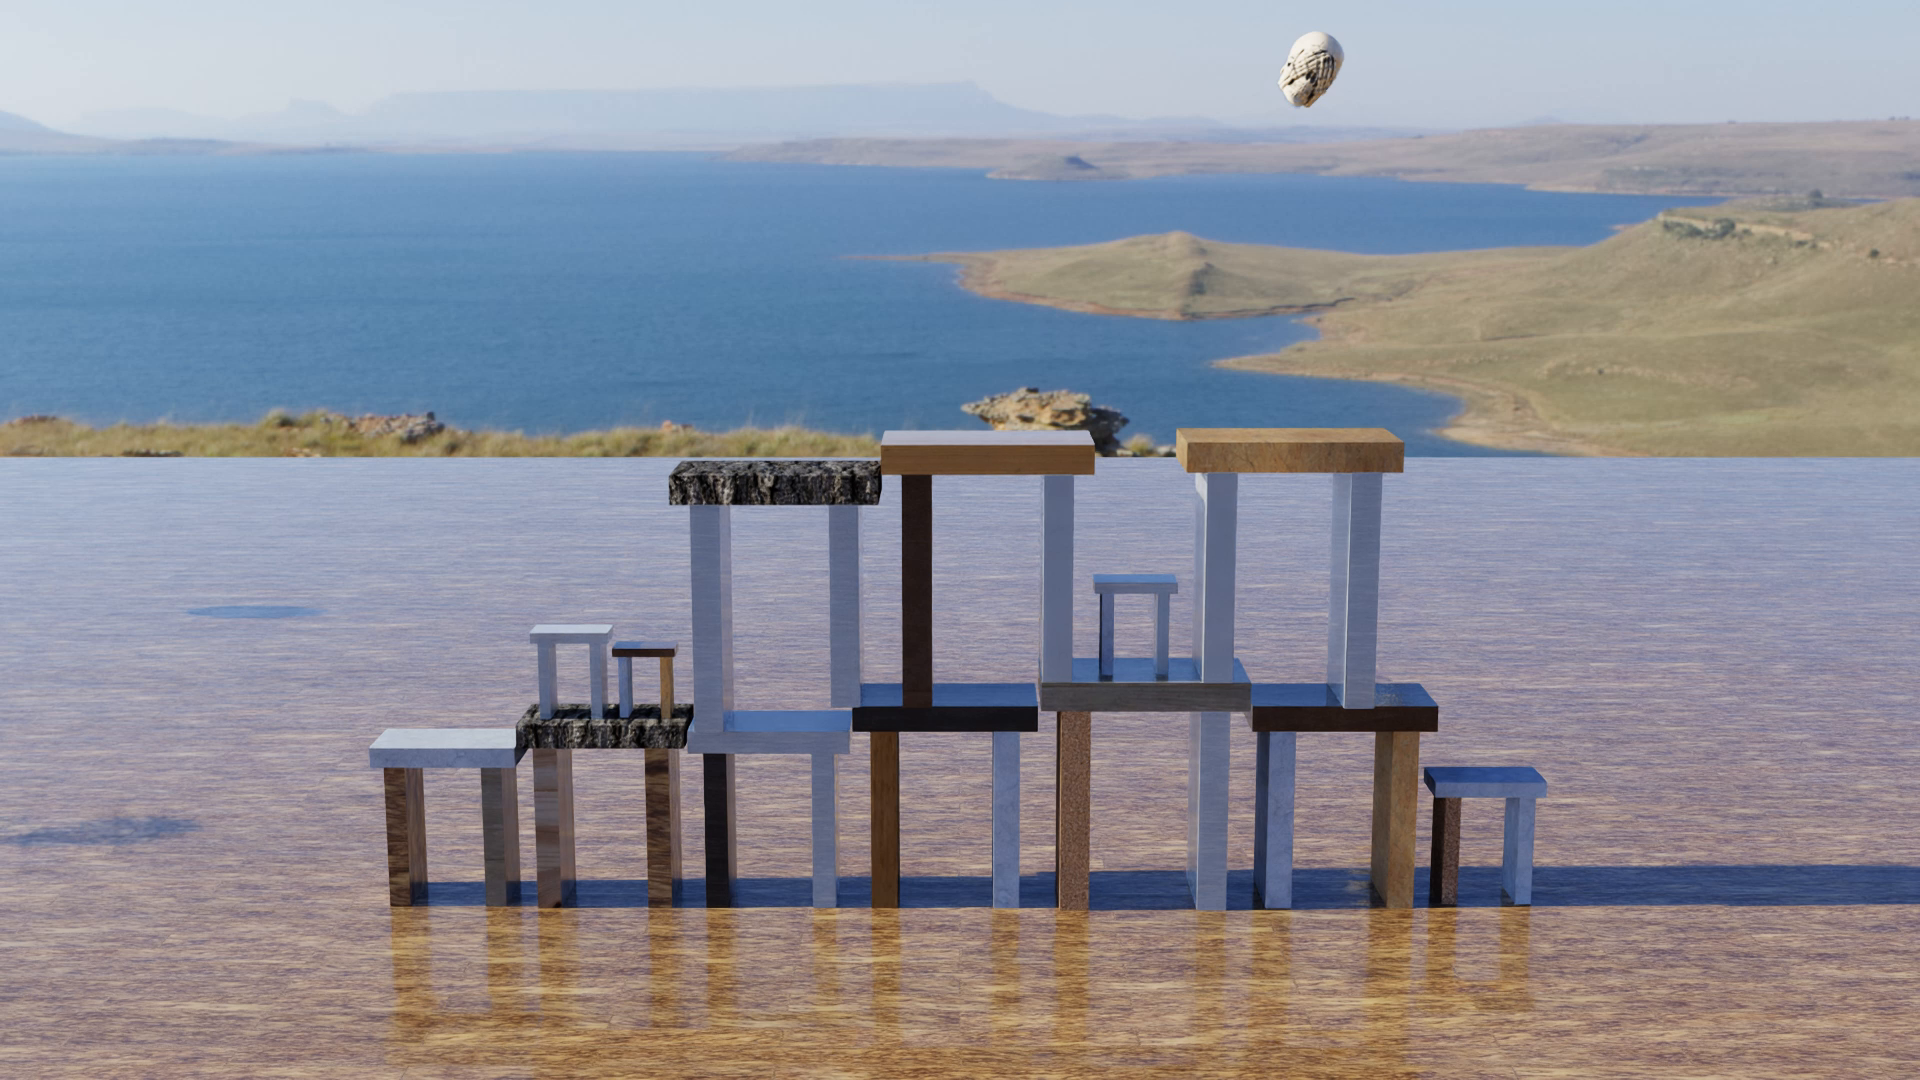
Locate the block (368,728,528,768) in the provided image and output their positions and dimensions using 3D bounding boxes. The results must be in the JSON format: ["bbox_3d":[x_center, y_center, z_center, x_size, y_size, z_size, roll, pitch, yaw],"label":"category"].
[{"bbox_3d":[-0.839,0.342,3.619,0.236,0.033,0.118,0,11,0],"label":"block"}]

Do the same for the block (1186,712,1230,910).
[{"bbox_3d":[0.410,0.425,3.640,0.048,0.336,0.168,0,11,0],"label":"block"}]

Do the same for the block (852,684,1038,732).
[{"bbox_3d":[-0.024,0.275,3.615,0.299,0.042,0.149,0,11,0],"label":"block"}]

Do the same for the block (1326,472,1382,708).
[{"bbox_3d":[0.639,0.067,3.571,0.048,0.382,0.170,0,11,0],"label":"block"}]

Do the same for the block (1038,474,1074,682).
[{"bbox_3d":[0.156,0.047,3.572,0.048,0.336,0.168,0,11,0],"label":"block"}]

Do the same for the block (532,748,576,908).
[{"bbox_3d":[-0.671,0.457,3.641,0.038,0.271,0.135,0,11,0],"label":"block"}]

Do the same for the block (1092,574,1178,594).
[{"bbox_3d":[0.284,0.072,3.575,0.134,0.019,0.067,0,11,0],"label":"block"}]

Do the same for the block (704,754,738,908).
[{"bbox_3d":[-0.397,0.462,3.642,0.037,0.262,0.131,0,11,0],"label":"block"}]

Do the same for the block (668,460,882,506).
[{"bbox_3d":[-0.294,-0.093,3.546,0.329,0.047,0.165,0,11,0],"label":"block"}]

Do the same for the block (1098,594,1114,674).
[{"bbox_3d":[0.239,0.147,3.589,0.019,0.134,0.067,0,11,0],"label":"block"}]

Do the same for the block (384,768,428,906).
[{"bbox_3d":[-0.918,0.475,3.644,0.033,0.236,0.118,0,11,0],"label":"block"}]

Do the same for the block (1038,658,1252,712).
[{"bbox_3d":[0.298,0.236,3.605,0.336,0.048,0.168,0,11,0],"label":"block"}]

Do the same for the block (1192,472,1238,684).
[{"bbox_3d":[0.412,0.046,3.567,0.048,0.340,0.170,0,11,0],"label":"block"}]

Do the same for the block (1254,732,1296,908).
[{"bbox_3d":[0.521,0.442,3.646,0.042,0.299,0.149,0,11,0],"label":"block"}]

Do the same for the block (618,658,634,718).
[{"bbox_3d":[-0.548,0.236,3.605,0.014,0.102,0.051,0,11,0],"label":"block"}]

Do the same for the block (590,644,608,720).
[{"bbox_3d":[-0.591,0.224,3.600,0.018,0.126,0.063,0,11,0],"label":"block"}]

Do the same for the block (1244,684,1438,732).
[{"bbox_3d":[0.621,0.275,3.615,0.299,0.042,0.149,0,11,0],"label":"block"}]

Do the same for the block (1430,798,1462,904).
[{"bbox_3d":[0.805,0.501,3.648,0.026,0.182,0.091,0,11,0],"label":"block"}]

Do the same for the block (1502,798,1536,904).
[{"bbox_3d":[0.927,0.501,3.648,0.026,0.182,0.091,0,11,0],"label":"block"}]

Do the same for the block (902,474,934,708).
[{"bbox_3d":[-0.068,0.068,3.576,0.048,0.378,0.168,0,11,0],"label":"block"}]

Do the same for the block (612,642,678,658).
[{"bbox_3d":[-0.514,0.178,3.595,0.102,0.014,0.051,0,11,0],"label":"block"}]

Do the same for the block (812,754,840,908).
[{"bbox_3d":[-0.222,0.462,3.642,0.037,0.262,0.131,0,11,0],"label":"block"}]

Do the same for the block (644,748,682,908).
[{"bbox_3d":[-0.490,0.457,3.641,0.038,0.271,0.135,0,11,0],"label":"block"}]

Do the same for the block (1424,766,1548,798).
[{"bbox_3d":[0.866,0.399,3.629,0.182,0.026,0.091,0,11,0],"label":"block"}]

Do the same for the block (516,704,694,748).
[{"bbox_3d":[-0.581,0.305,3.613,0.271,0.038,0.135,0,11,0],"label":"block"}]

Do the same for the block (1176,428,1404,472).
[{"bbox_3d":[0.526,-0.145,3.532,0.340,0.048,0.170,0,11,0],"label":"block"}]

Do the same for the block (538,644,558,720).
[{"bbox_3d":[-0.675,0.224,3.600,0.018,0.126,0.063,0,11,0],"label":"block"}]

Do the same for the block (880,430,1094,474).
[{"bbox_3d":[0.044,-0.141,3.537,0.336,0.048,0.168,0,11,0],"label":"block"}]

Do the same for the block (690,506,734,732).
[{"bbox_3d":[-0.403,0.113,3.584,0.047,0.372,0.165,0,11,0],"label":"block"}]

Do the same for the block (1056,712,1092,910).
[{"bbox_3d":[0.186,0.425,3.640,0.048,0.336,0.168,0,11,0],"label":"block"}]

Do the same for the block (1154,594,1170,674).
[{"bbox_3d":[0.328,0.147,3.589,0.019,0.134,0.067,0,11,0],"label":"block"}]

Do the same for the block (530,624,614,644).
[{"bbox_3d":[-0.633,0.153,3.587,0.126,0.018,0.063,0,11,0],"label":"block"}]

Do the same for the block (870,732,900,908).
[{"bbox_3d":[-0.123,0.442,3.646,0.042,0.299,0.149,0,11,0],"label":"block"}]

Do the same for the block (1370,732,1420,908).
[{"bbox_3d":[0.720,0.442,3.646,0.042,0.299,0.149,0,11,0],"label":"block"}]

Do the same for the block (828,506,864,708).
[{"bbox_3d":[-0.184,0.092,3.581,0.047,0.329,0.165,0,11,0],"label":"block"}]

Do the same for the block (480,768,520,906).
[{"bbox_3d":[-0.760,0.475,3.644,0.033,0.236,0.118,0,11,0],"label":"block"}]

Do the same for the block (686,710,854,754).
[{"bbox_3d":[-0.309,0.315,3.613,0.262,0.037,0.131,0,11,0],"label":"block"}]

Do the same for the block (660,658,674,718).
[{"bbox_3d":[-0.480,0.236,3.605,0.014,0.102,0.051,0,11,0],"label":"block"}]

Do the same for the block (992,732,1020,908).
[{"bbox_3d":[0.076,0.442,3.646,0.042,0.299,0.149,0,11,0],"label":"block"}]
